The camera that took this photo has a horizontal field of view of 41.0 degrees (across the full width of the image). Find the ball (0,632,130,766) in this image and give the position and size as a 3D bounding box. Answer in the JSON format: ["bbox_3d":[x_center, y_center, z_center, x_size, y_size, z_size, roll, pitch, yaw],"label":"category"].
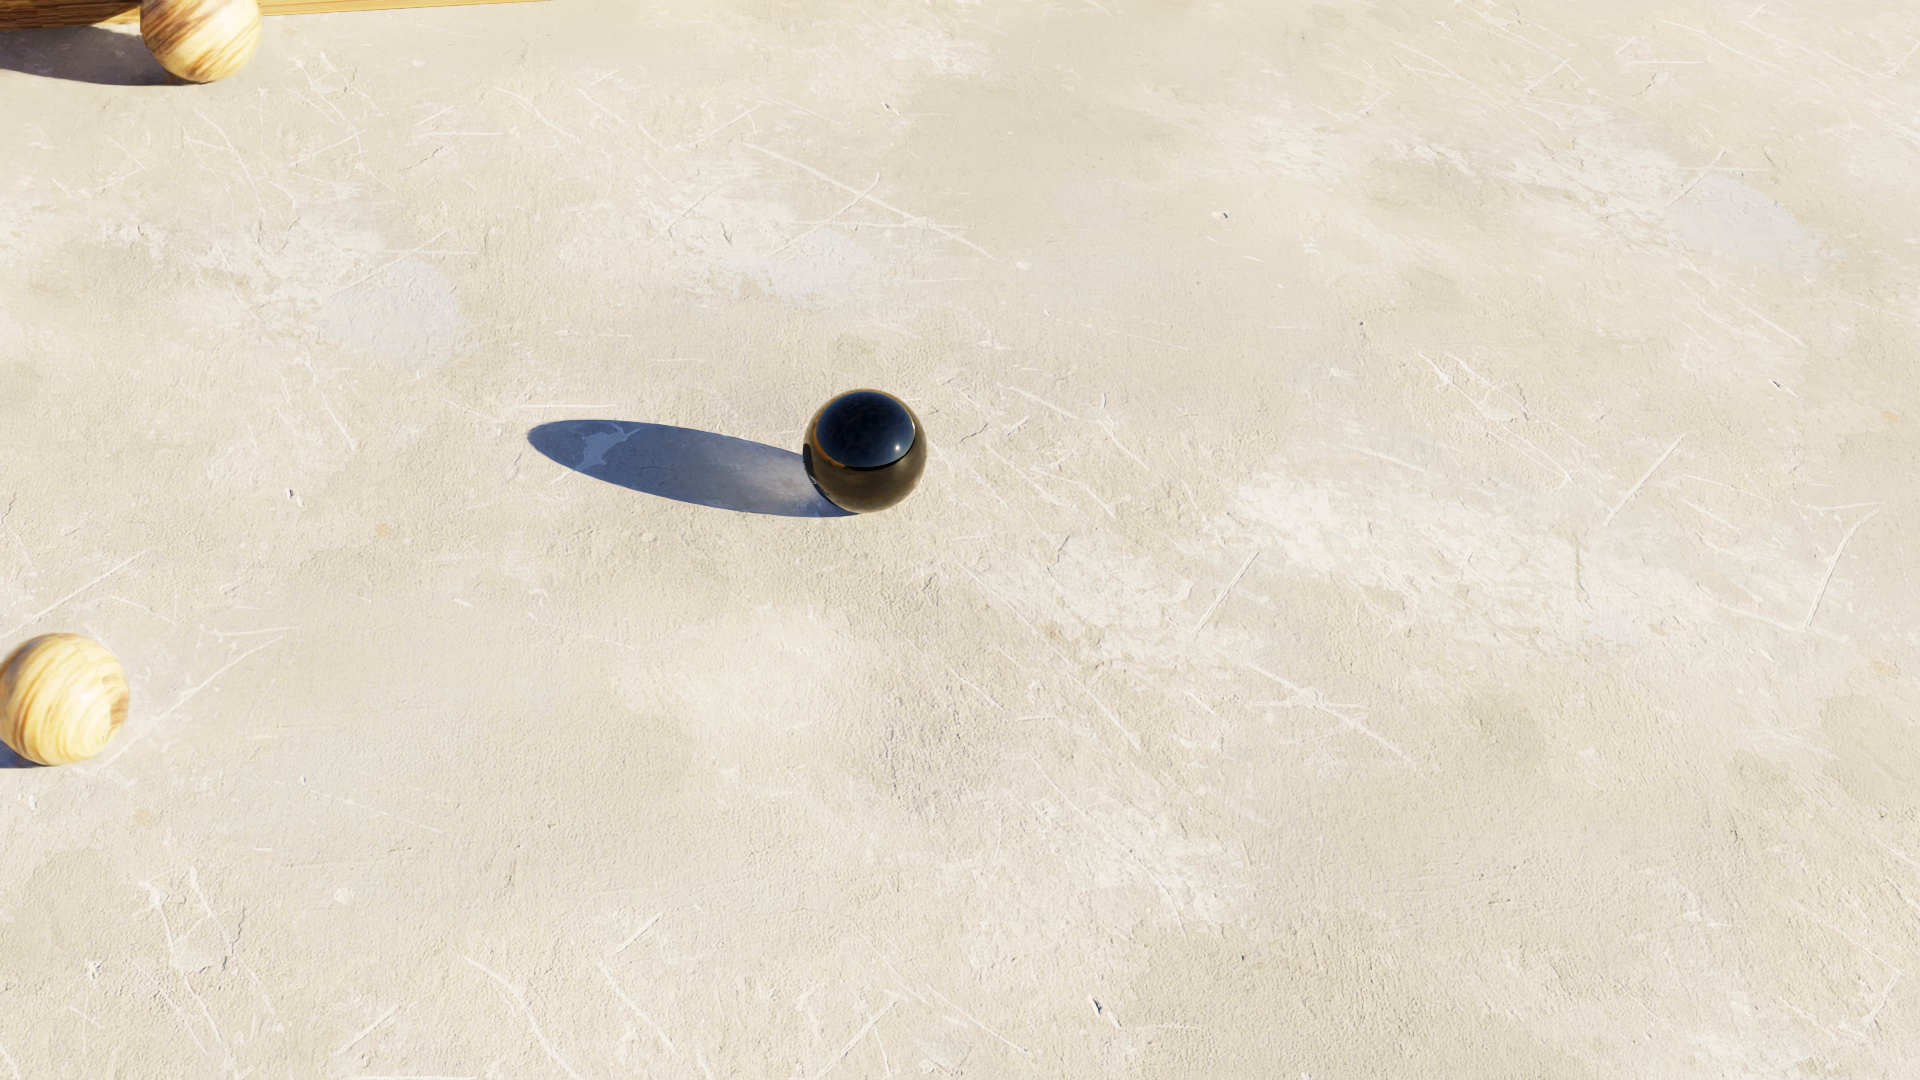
[{"bbox_3d":[-0.502,0.089,1.432,0.075,0.075,0.075,0,36,0],"label":"ball"}]

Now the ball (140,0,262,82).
[{"bbox_3d":[-0.625,-0.426,2.110,0.096,0.096,0.096,0,36,0],"label":"ball"}]

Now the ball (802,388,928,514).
[{"bbox_3d":[-0.060,-0.057,1.624,0.080,0.080,0.080,0,36,0],"label":"ball"}]

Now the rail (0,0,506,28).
[{"bbox_3d":[0.749,-0.599,2.318,3.470,0.125,0.045,-4,37,-6],"label":"rail"}]
